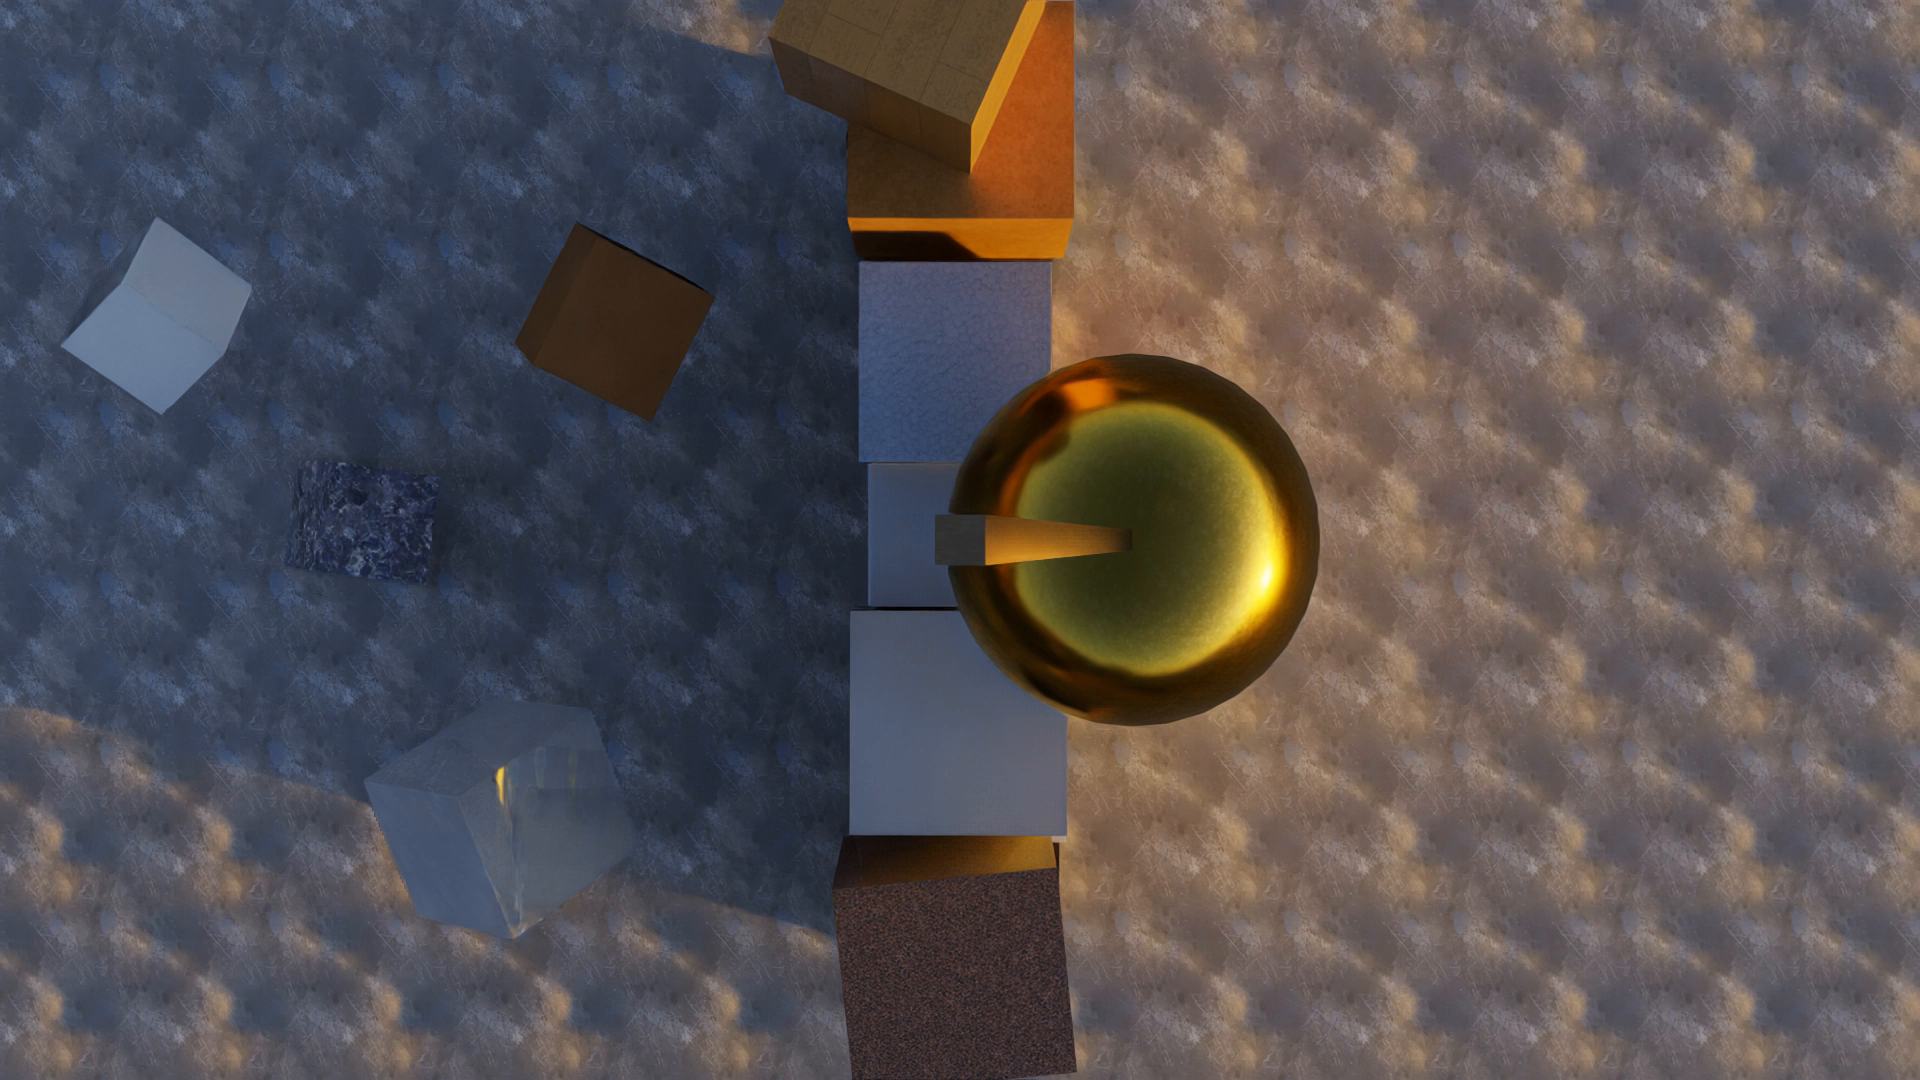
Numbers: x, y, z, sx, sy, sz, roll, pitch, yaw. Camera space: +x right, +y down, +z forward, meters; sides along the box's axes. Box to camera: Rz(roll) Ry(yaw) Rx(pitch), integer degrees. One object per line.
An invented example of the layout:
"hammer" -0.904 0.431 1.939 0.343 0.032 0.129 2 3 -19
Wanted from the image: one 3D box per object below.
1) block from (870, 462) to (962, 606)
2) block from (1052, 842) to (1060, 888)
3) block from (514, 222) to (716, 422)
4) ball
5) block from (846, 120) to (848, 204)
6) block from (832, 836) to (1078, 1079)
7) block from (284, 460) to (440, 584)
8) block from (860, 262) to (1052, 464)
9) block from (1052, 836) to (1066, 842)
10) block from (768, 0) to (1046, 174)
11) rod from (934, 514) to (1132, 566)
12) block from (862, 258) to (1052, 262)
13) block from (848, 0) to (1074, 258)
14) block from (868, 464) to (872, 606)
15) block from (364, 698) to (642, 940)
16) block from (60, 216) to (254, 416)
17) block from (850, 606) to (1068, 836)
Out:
"block" -0.018 -0.020 10.681 0.796 0.809 0.674 0 89 0
"block" 0.019 2.039 11.637 0.968 1.009 1.025 0 90 0
"block" -1.823 -1.155 11.554 0.678 0.746 0.729 26 94 -22
"ball" 0.734 0.000 9.421 1.600 1.600 1.600 0 90 0
"block" -0.003 -2.118 11.422 1.121 1.098 0.941 0 87 0
"block" -0.023 1.964 10.562 1.030 1.040 0.965 -6 96 1
"block" -3.413 -0.105 12.535 0.597 0.691 0.610 8 88 -33
"block" -0.020 -0.832 10.598 0.887 0.903 0.924 0 91 0
"block" -0.003 0.982 11.499 1.063 0.920 1.078 0 90 0
"block" -0.202 -2.225 9.446 0.909 0.911 0.823 24 87 1
"rod" 0.318 0.000 6.046 0.080 5.200 0.080 0 90 7
"block" -0.011 -1.050 11.521 0.951 0.954 1.103 0 92 0
"block" 0.004 -1.912 10.373 1.016 0.974 0.991 0 87 0
"block" -0.009 -0.022 11.525 0.913 0.880 0.916 0 89 0
"block" -2.424 1.457 11.699 0.922 0.834 0.842 -35 116 -42
"block" -4.240 -1.189 11.637 0.567 0.642 0.614 -36 122 25
"block" -0.006 0.847 10.595 1.005 0.889 1.035 0 90 0
